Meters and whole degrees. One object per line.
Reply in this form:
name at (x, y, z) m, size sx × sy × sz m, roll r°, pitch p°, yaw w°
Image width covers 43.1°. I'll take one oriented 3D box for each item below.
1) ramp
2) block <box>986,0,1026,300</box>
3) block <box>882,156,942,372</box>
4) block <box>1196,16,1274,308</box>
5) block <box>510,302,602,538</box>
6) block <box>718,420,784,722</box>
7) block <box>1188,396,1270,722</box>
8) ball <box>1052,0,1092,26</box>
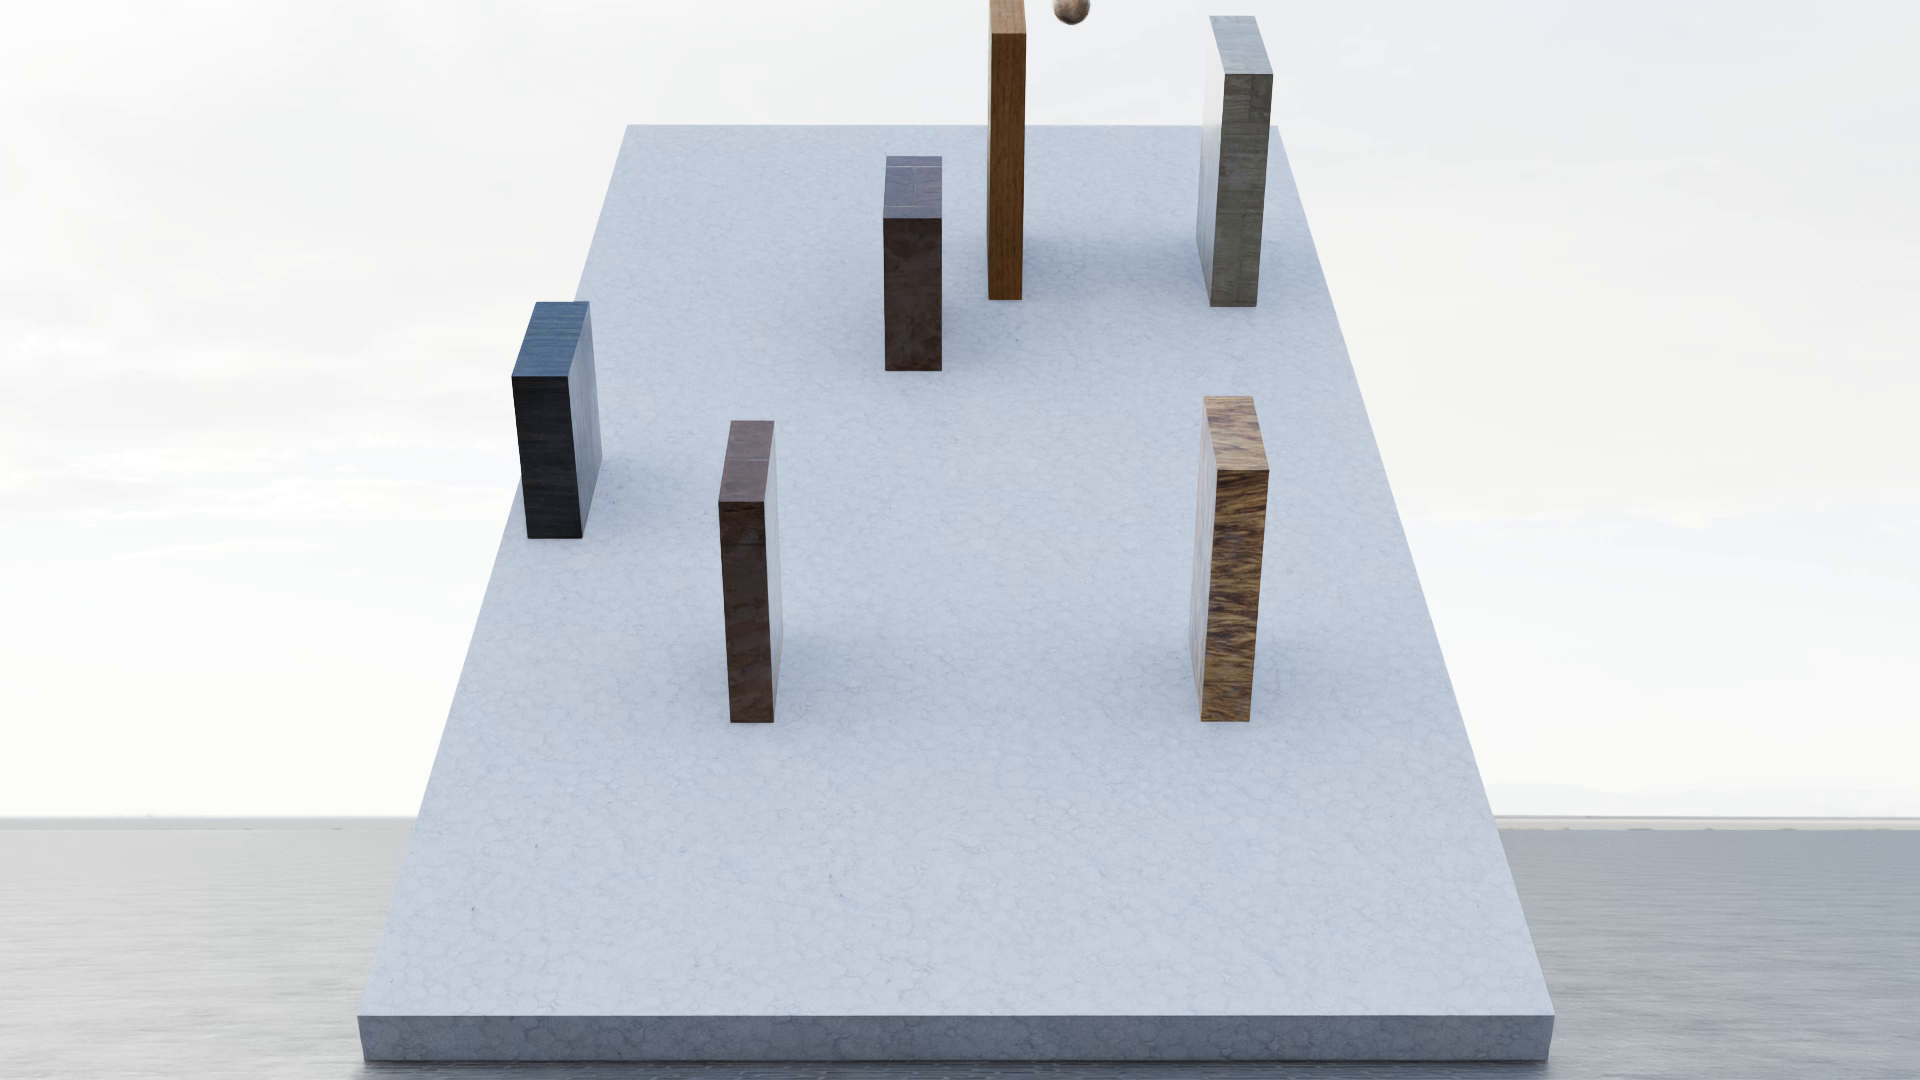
ramp at (-0.014, -0.199, 5.796) m, size 2.000 × 0.100 × 4.000 m, roll 0°, pitch 31°, yaw 0°
block at (0.120, -1.058, 6.416) m, size 0.088 × 0.730 × 0.436 m, roll 0°, pitch 31°, yaw 0°
block at (-0.116, -0.699, 6.127) m, size 0.142 × 0.412 × 0.391 m, roll 0°, pitch 31°, yaw 0°
block at (0.718, -0.999, 6.407) m, size 0.122 × 0.641 × 0.435 m, roll 0°, pitch 31°, yaw 0°
block at (-0.894, -0.270, 5.422) m, size 0.121 × 0.403 × 0.366 m, roll 0°, pitch 31°, yaw 0°
block at (-0.408, 0.062, 4.780) m, size 0.086 × 0.503 × 0.317 m, roll 0°, pitch 31°, yaw 0°
block at (0.521, 0.039, 4.761) m, size 0.096 × 0.569 × 0.292 m, roll 0°, pitch 31°, yaw 0°
ball at (0.340, -1.637, 7.444) m, size 0.123 × 0.123 × 0.123 m, roll 0°, pitch -7°, yaw 0°
